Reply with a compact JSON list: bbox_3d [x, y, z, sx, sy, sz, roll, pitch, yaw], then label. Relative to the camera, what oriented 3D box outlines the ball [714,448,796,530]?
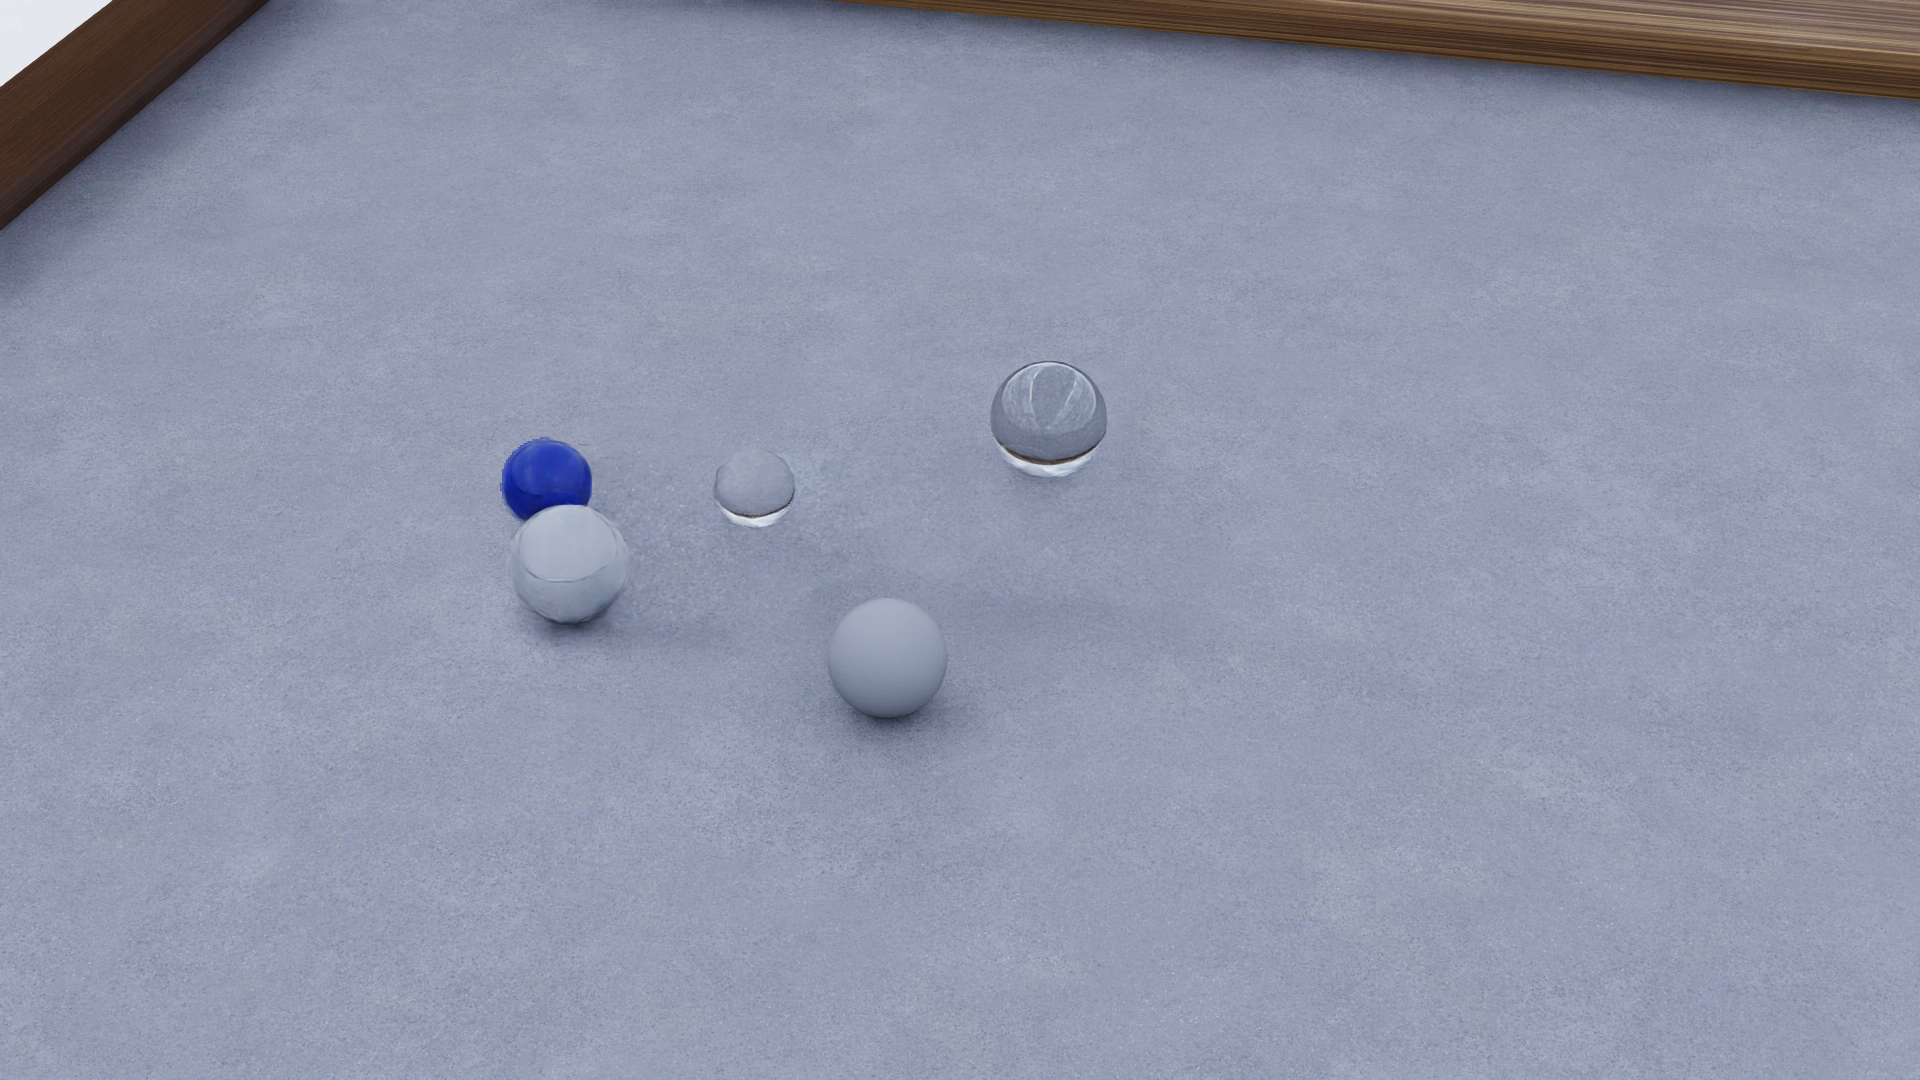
[{"bbox_3d":[-0.157,-0.040,1.961,0.062,0.062,0.062,0,34,0],"label":"ball"}]

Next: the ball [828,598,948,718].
[{"bbox_3d":[-0.050,0.081,1.766,0.083,0.083,0.083,0,34,0],"label":"ball"}]

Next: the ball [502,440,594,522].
[{"bbox_3d":[-0.315,-0.043,1.960,0.068,0.068,0.068,0,34,0],"label":"ball"}]

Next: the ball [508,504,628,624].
[{"bbox_3d":[-0.283,0.017,1.857,0.087,0.087,0.087,0,34,0],"label":"ball"}]

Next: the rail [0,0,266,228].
[{"bbox_3d":[-0.948,-0.143,2.059,0.045,0.121,2.107,7,35,11],"label":"rail"}]

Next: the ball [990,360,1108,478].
[{"bbox_3d":[0.070,-0.095,2.015,0.093,0.093,0.093,0,34,0],"label":"ball"}]

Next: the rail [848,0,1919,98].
[{"bbox_3d":[1.205,-0.457,2.520,3.990,0.121,0.045,7,35,11],"label":"rail"}]
